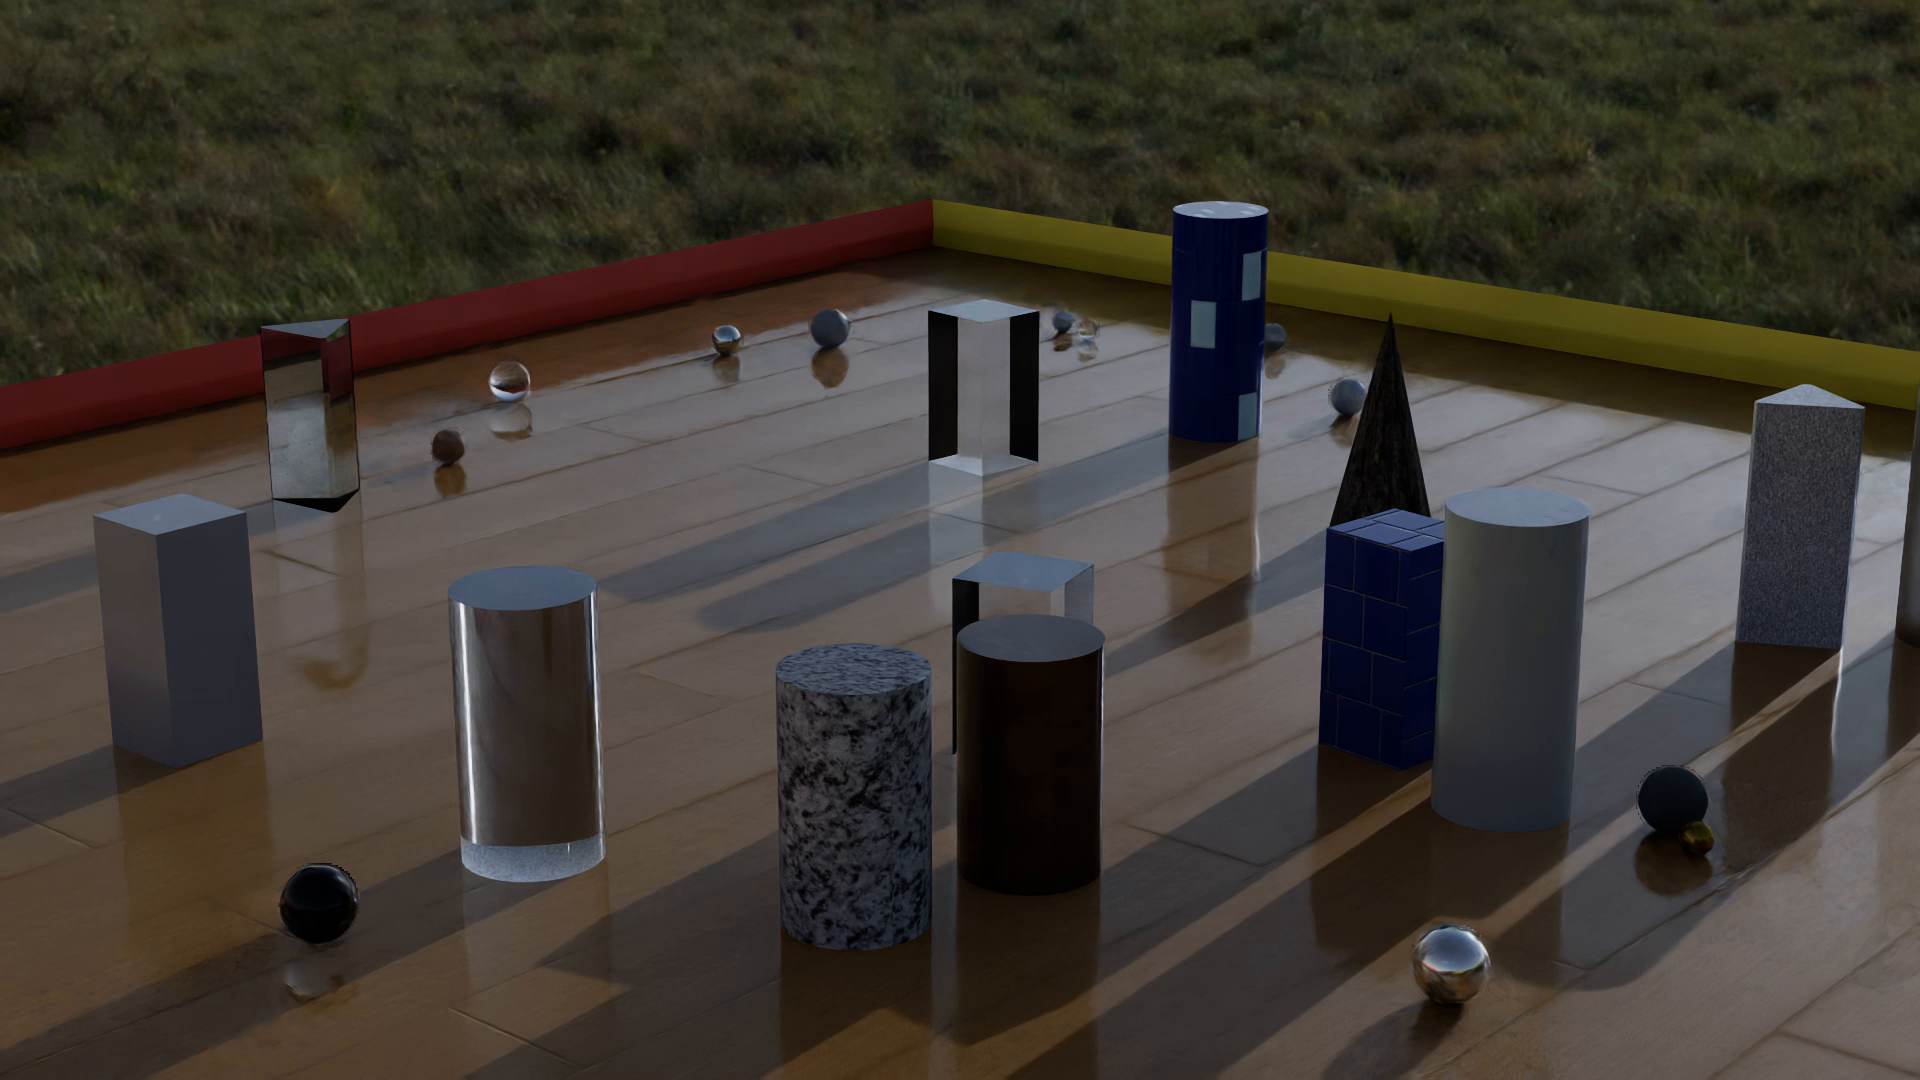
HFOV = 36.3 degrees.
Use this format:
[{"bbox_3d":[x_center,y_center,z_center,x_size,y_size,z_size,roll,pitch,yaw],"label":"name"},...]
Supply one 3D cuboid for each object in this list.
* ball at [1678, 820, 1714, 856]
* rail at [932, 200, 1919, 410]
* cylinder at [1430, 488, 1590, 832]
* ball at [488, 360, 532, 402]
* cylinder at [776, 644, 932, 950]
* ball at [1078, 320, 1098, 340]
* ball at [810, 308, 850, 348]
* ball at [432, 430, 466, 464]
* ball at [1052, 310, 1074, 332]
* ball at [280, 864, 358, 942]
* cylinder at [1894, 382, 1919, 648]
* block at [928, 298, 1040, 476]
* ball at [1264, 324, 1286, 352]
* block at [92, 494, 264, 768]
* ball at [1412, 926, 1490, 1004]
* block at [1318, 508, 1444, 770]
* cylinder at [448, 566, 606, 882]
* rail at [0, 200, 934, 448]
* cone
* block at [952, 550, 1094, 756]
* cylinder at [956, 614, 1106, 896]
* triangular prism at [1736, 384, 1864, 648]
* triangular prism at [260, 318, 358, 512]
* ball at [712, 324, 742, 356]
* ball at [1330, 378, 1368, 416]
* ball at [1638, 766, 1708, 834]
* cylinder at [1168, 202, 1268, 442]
[{"bbox_3d":[1.009,0.408,4.015,0.048,0.048,0.048,0,17,0],"label":"ball"},{"bbox_3d":[1.526,-0.475,6.803,4.290,0.128,0.045,14,22,39],"label":"rail"},{"bbox_3d":[0.773,0.167,4.126,0.198,0.446,0.198,0,17,0],"label":"cylinder"},{"bbox_3d":[-0.991,-0.350,6.454,0.092,0.092,0.092,0,17,0],"label":"ball"},{"bbox_3d":[-0.135,0.328,3.768,0.198,0.344,0.198,0,17,0],"label":"cylinder"},{"bbox_3d":[0.307,-0.504,7.039,0.051,0.051,0.051,0,17,0],"label":"ball"},{"bbox_3d":[-0.308,-0.503,6.960,0.093,0.093,0.093,0,17,0],"label":"ball"},{"bbox_3d":[-1.039,-0.191,5.965,0.070,0.070,0.070,0,17,0],"label":"ball"},{"bbox_3d":[0.251,-0.532,7.127,0.053,0.053,0.053,0,17,0],"label":"ball"},{"bbox_3d":[-0.818,0.464,3.741,0.099,0.099,0.099,0,17,0],"label":"ball"},{"bbox_3d":[1.669,-0.065,4.843,0.198,0.476,0.198,0,17,0],"label":"cylinder"},{"bbox_3d":[0.048,-0.311,5.939,0.158,0.315,0.158,-15,22,-41],"label":"block"},{"bbox_3d":[0.739,-0.479,6.926,0.067,0.067,0.067,0,17,0],"label":"ball"},{"bbox_3d":[-1.168,0.133,4.387,0.158,0.360,0.158,14,22,39],"label":"block"},{"bbox_3d":[0.598,0.517,3.571,0.095,0.095,0.095,0,17,0],"label":"ball"},{"bbox_3d":[0.654,0.146,4.380,0.158,0.339,0.158,-15,22,-40],"label":"block"},{"bbox_3d":[-0.584,0.247,3.970,0.198,0.383,0.198,0,17,0],"label":"cylinder"},{"bbox_3d":[-1.602,-0.369,6.452,0.045,0.128,4.704,14,22,39],"label":"rail"},{"bbox_3d":[0.790,-0.217,5.440,0.198,0.423,0.198,0,17,0],"label":"cone"},{"bbox_3d":[0.094,0.179,4.379,0.158,0.278,0.158,8,19,25],"label":"block"},{"bbox_3d":[0.094,0.286,3.935,0.198,0.327,0.198,0,17,0],"label":"cylinder"},{"bbox_3d":[1.397,-0.043,4.885,0.171,0.410,0.148,4,17,13],"label":"triangular prism"},{"bbox_3d":[-1.229,-0.248,5.684,0.171,0.342,0.148,11,20,33],"label":"triangular prism"},{"bbox_3d":[-0.549,-0.470,6.890,0.071,0.071,0.071,0,17,0],"label":"ball"},{"bbox_3d":[0.841,-0.310,6.342,0.080,0.080,0.080,0,17,0],"label":"ball"},{"bbox_3d":[0.993,0.363,4.085,0.094,0.094,0.094,0,17,0],"label":"ball"},{"bbox_3d":[0.541,-0.459,6.158,0.198,0.473,0.198,0,17,0],"label":"cylinder"}]
